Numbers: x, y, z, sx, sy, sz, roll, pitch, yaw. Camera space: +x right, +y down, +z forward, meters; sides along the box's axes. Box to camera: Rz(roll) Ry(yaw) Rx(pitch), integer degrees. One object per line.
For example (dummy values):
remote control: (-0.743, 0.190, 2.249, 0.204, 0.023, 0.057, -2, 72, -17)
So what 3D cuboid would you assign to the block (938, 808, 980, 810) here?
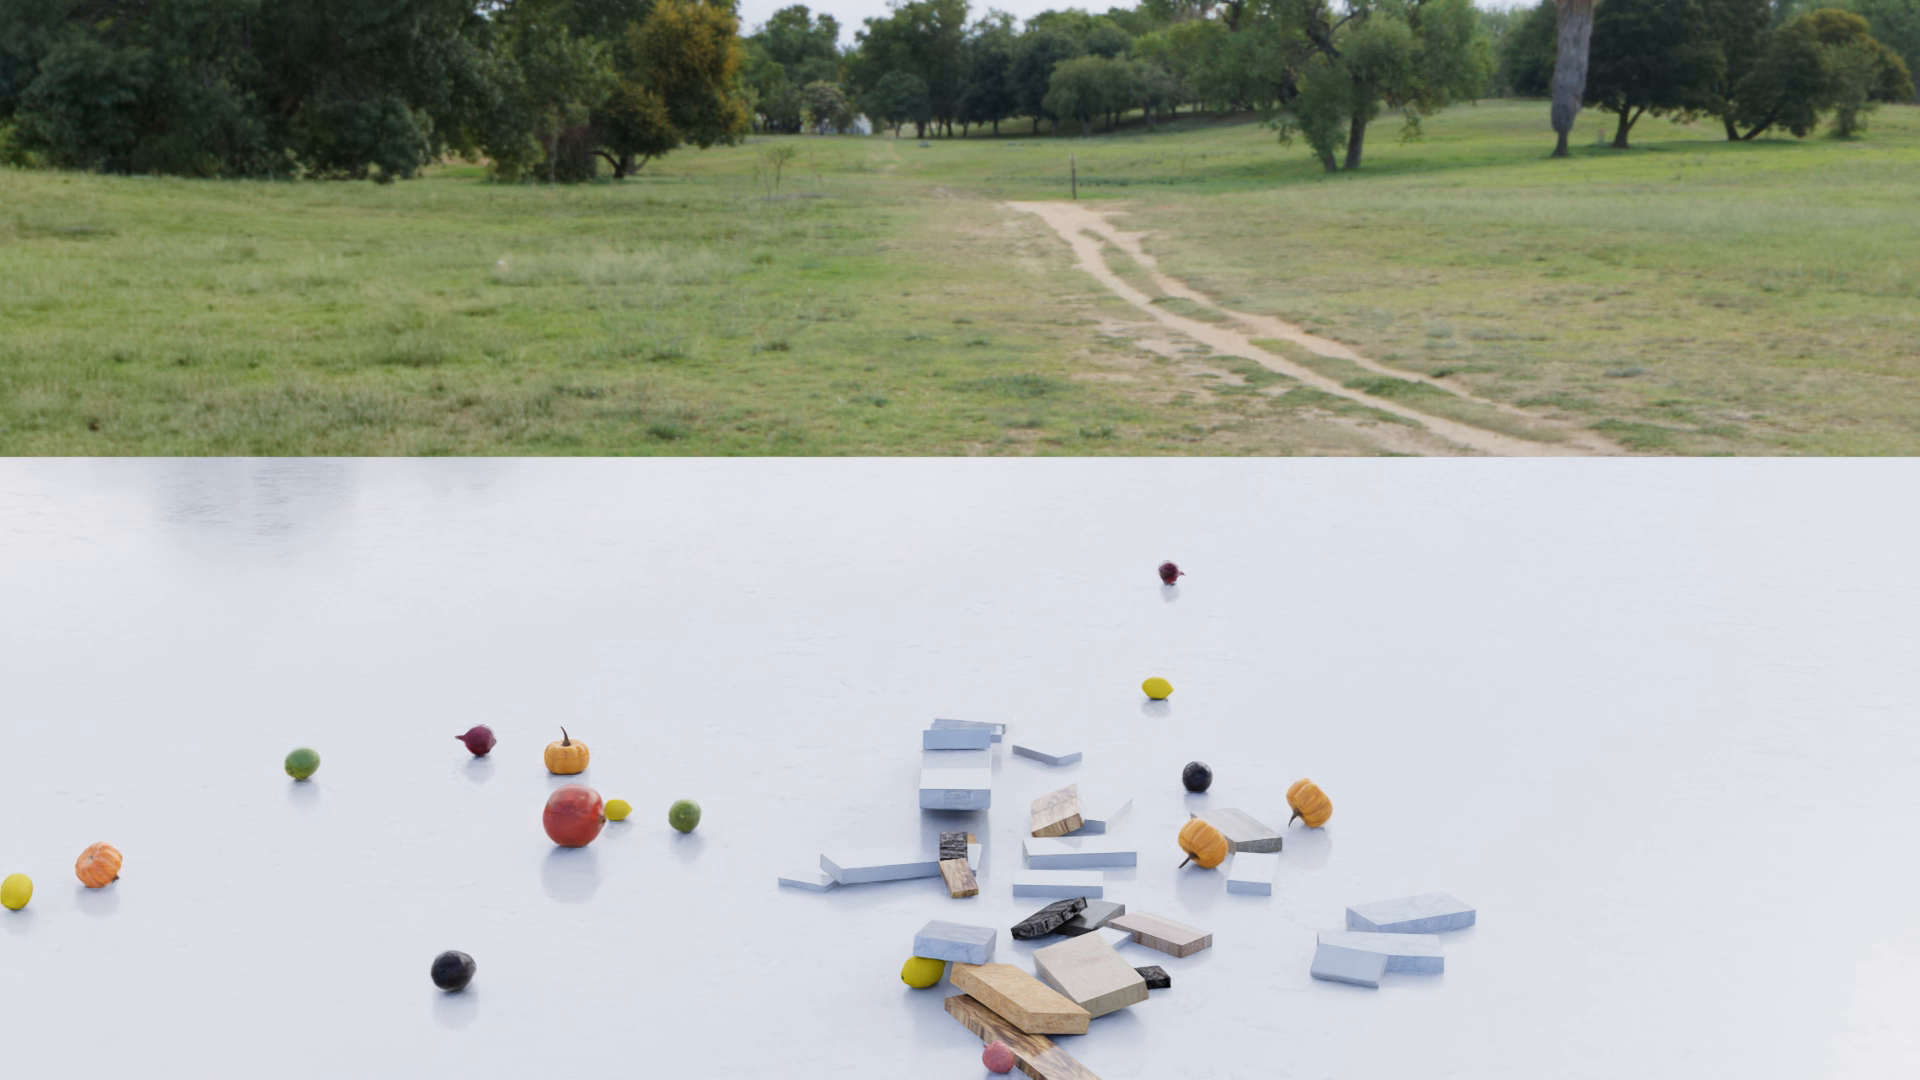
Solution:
block: (-0.002, 0.454, 4.342, 0.079, 0.022, 0.449, 0, 11, 0)

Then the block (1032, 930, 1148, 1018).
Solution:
block: (0.190, 0.642, 3.247, 0.104, 0.030, 0.209, -16, 14, -14)

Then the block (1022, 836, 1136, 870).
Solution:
block: (0.208, 0.545, 3.840, 0.188, 0.026, 0.092, -1, 11, -5)

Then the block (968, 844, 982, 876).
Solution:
block: (0.009, 0.552, 3.796, 0.048, 0.014, 0.095, 1, 19, 6)

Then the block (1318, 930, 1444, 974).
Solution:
block: (0.644, 0.631, 3.374, 0.185, 0.026, 0.092, 1, 11, 6)

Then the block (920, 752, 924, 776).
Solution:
block: (-0.010, 0.454, 4.178, 0.127, 0.036, 0.255, 0, 11, 0)

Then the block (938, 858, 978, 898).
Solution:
block: (-0.002, 0.567, 3.687, 0.046, 0.013, 0.093, -6, 26, -12)

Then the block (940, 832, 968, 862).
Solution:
block: (-0.011, 0.530, 3.780, 0.048, 0.014, 0.095, -1, 19, 0)

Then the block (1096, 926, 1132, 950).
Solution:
block: (0.218, 0.629, 3.420, 0.052, 0.015, 0.104, 7, 13, 34)

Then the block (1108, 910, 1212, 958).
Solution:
block: (0.315, 0.619, 3.457, 0.075, 0.021, 0.149, -10, 15, -44)

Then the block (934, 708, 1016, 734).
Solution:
block: (0.033, 0.388, 4.698, 0.158, 0.022, 0.079, 3, 11, 18)

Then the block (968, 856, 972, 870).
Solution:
block: (-0.008, 0.548, 3.768, 0.046, 0.013, 0.093, -3, 19, -6)

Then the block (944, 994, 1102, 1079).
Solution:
block: (0.088, 0.698, 3.036, 0.063, 0.018, 0.365, -5, 12, -26)

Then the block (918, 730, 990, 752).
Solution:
block: (-0.014, 0.393, 4.301, 0.127, 0.036, 0.255, -1, -7, -3)

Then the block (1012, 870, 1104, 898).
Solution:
block: (0.165, 0.576, 3.685, 0.149, 0.021, 0.075, 1, 11, 4)

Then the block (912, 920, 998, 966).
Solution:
block: (-0.006, 0.608, 3.328, 0.104, 0.030, 0.209, 7, -3, 6)

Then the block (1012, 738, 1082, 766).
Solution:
block: (0.177, 0.432, 4.470, 0.067, 0.019, 0.133, -10, 14, -42)

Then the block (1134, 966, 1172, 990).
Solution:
block: (0.256, 0.655, 3.277, 0.104, 0.015, 0.052, -3, 11, -15)

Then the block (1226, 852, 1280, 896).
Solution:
block: (0.499, 0.566, 3.739, 0.075, 0.021, 0.149, 2, 11, 13)

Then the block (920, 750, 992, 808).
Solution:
block: (-0.006, 0.440, 4.060, 0.127, 0.036, 0.255, 0, 11, 1)

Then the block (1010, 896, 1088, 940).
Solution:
block: (0.142, 0.600, 3.492, 0.063, 0.018, 0.127, -18, 1, 37)

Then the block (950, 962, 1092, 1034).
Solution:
block: (0.085, 0.657, 3.157, 0.104, 0.030, 0.209, 9, 5, -32)

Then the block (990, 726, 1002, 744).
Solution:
block: (0.020, 0.399, 4.523, 0.133, 0.019, 0.067, 0, 11, 2)

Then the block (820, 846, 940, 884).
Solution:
block: (-0.136, 0.554, 3.755, 0.185, 0.026, 0.092, 0, 10, -27)

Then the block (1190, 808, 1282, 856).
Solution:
block: (0.495, 0.524, 3.954, 0.092, 0.026, 0.184, -4, 11, -19)

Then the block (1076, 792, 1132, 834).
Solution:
block: (0.257, 0.505, 4.068, 0.079, 0.022, 0.158, 4, 11, 22)

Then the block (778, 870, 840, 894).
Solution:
block: (-0.255, 0.576, 3.710, 0.093, 0.013, 0.046, 5, 12, 27)

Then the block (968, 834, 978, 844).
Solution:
block: (0.006, 0.542, 3.890, 0.048, 0.014, 0.095, -1, 11, -5)

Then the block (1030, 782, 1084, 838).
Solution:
block: (0.176, 0.497, 4.001, 0.092, 0.026, 0.184, -23, 9, 6)

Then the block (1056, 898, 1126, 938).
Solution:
block: (0.210, 0.608, 3.525, 0.063, 0.018, 0.127, 6, 12, 27)

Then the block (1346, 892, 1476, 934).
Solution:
block: (0.723, 0.603, 3.528, 0.184, 0.026, 0.092, -4, 11, -22)

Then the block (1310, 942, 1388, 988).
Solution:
block: (0.583, 0.638, 3.297, 0.104, 0.015, 0.052, 5, 46, 26)

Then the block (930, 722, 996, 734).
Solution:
block: (0.008, 0.375, 4.382, 0.067, 0.019, 0.133, -6, -8, 35)
